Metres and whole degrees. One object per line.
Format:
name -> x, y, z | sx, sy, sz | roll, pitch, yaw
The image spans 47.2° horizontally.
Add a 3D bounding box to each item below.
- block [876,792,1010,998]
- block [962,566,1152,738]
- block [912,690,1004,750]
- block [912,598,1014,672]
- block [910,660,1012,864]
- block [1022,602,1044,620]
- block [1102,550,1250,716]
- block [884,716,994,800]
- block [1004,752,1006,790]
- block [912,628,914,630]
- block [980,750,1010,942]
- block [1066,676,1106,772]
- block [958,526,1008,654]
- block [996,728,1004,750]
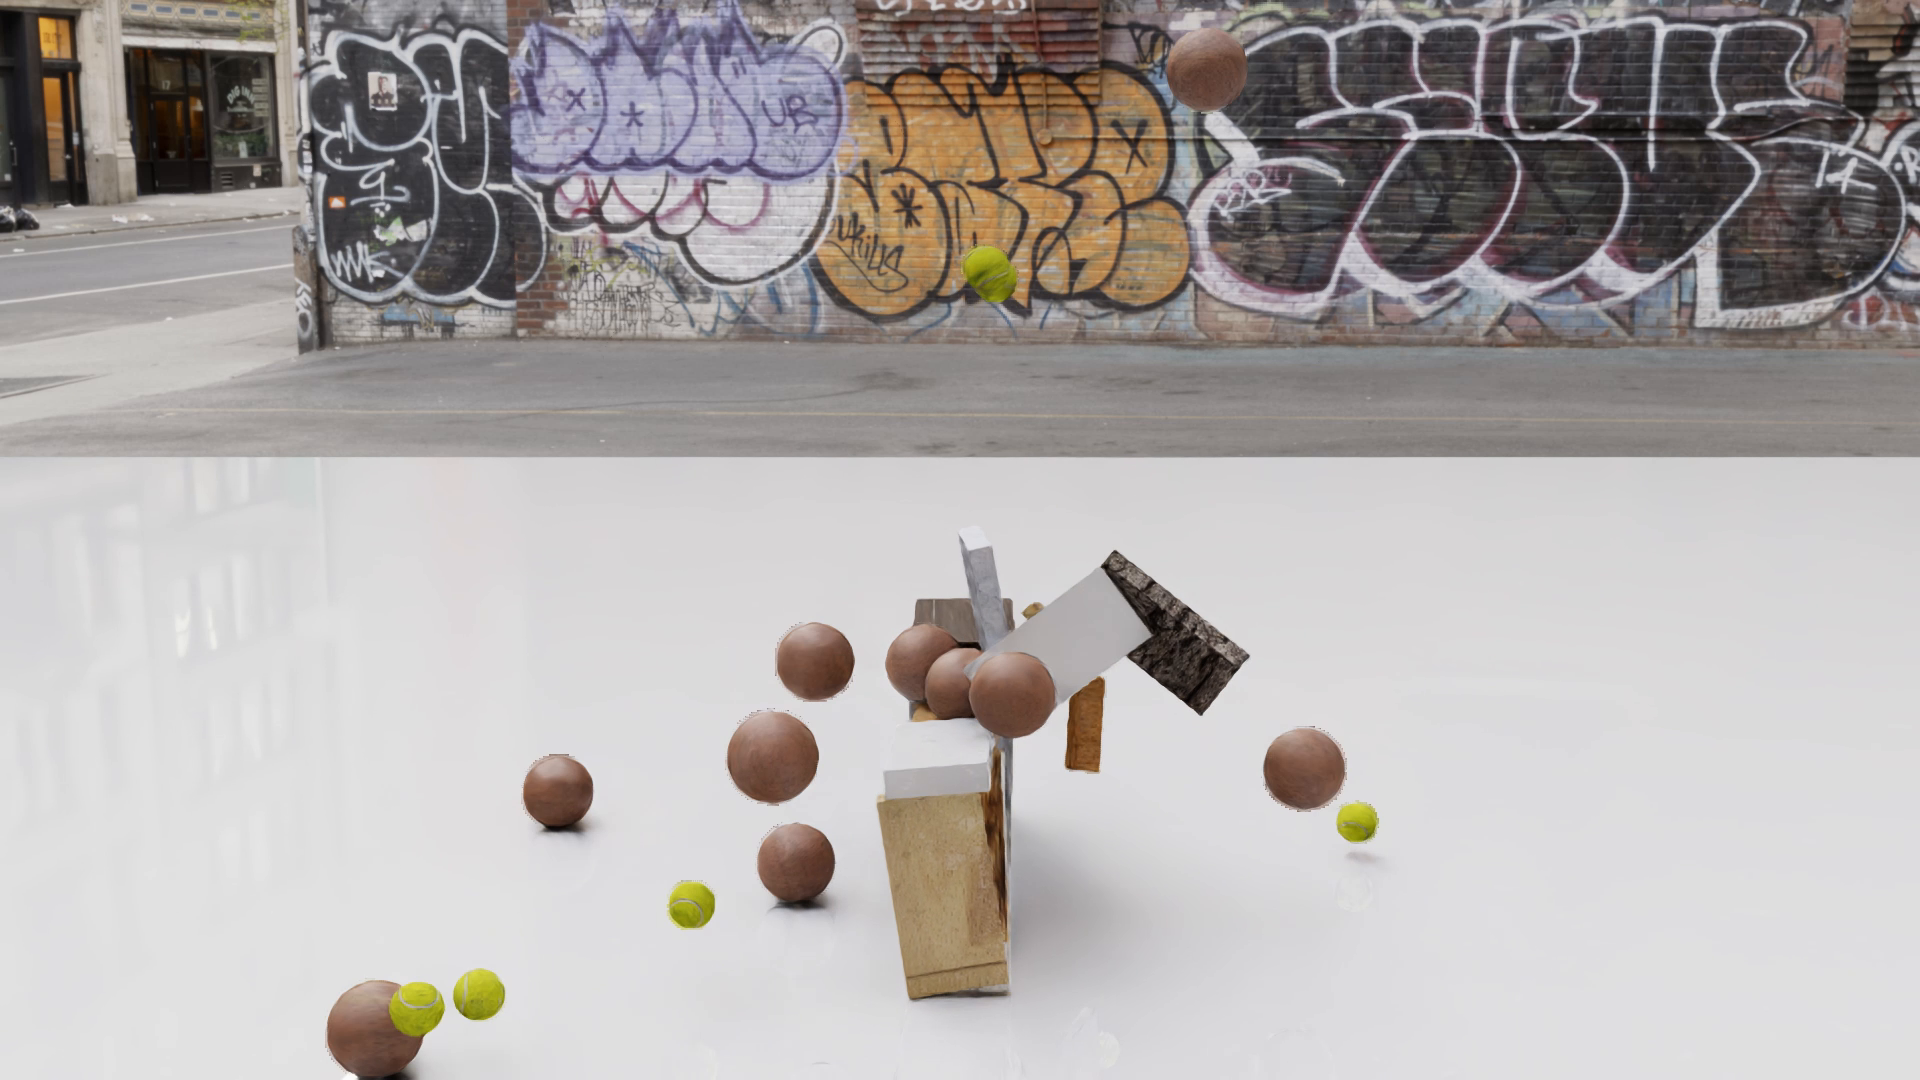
block -> -0.024, 0.511, 3.219 | 0.149, 0.299, 0.042 | -9, 8, 0
block -> 0.150, 0.173, 3.382 | 0.265, 0.133, 0.038 | -37, -5, 2
block -> -0.003, 0.301, 3.593 | 0.139, 0.039, 0.278 | 1, 11, 5
block -> 0.007, 0.165, 3.887 | 0.176, 0.050, 0.353 | 0, 11, 0
block -> 0.002, 0.384, 3.810 | 0.176, 0.353, 0.050 | 0, 11, 0
block -> 0.170, 0.165, 3.598 | 0.156, 0.022, 0.078 | 45, 9, 7
block -> 0.312, 0.147, 3.455 | 0.266, 0.133, 0.038 | 38, 45, 8
block -> -0.028, 0.323, 3.293 | 0.149, 0.042, 0.299 | -5, 8, 3
block -> 0.002, 0.475, 3.526 | 0.139, 0.278, 0.039 | 0, 10, 0
block -> 0.002, 0.341, 4.042 | 0.176, 0.353, 0.050 | 0, 10, 0
block -> -0.003, 0.478, 3.432 | 0.149, 0.299, 0.042 | -1, 9, 7
block -> 0.206, 0.301, 3.619 | 0.022, 0.156, 0.078 | -1, -9, 32
block -> 0.049, 0.133, 3.576 | 0.038, 0.289, 0.133 | -12, 16, -5
block -> 0.002, 0.441, 3.709 | 0.139, 0.278, 0.039 | 0, 10, 0
